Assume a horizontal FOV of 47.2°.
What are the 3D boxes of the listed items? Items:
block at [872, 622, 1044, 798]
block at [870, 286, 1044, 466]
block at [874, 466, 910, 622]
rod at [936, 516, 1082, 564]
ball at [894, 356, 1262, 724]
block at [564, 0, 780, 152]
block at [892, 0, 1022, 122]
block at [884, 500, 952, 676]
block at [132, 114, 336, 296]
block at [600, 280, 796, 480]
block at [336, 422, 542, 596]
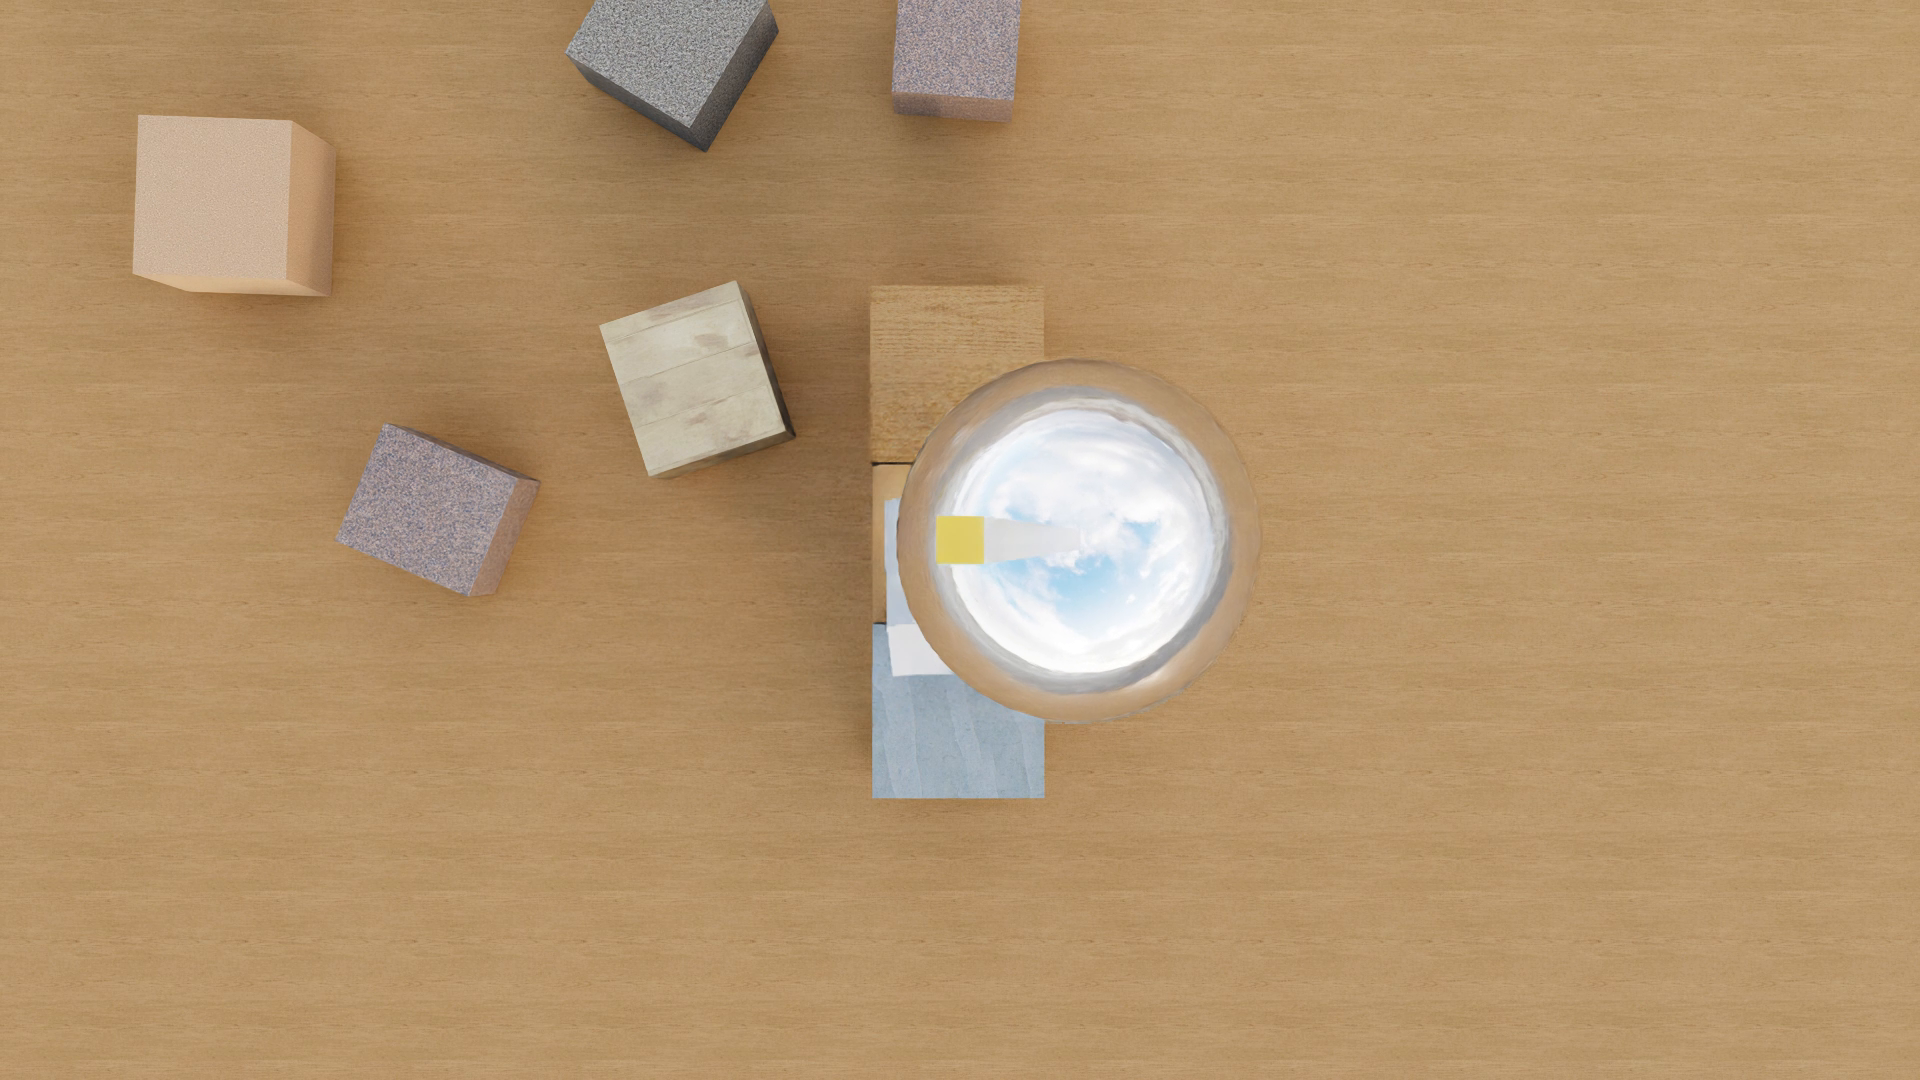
[{"bbox_3d":[-0.008,0.931,12.474,0.935,1.053,0.944,0,90,0],"label":"block"},{"bbox_3d":[-0.017,-0.916,12.574,0.959,0.852,0.980,0,90,0],"label":"block"},{"bbox_3d":[0.004,0.018,12.563,0.966,0.873,0.862,0,90,0],"label":"block"},{"bbox_3d":[0.223,0.000,6.251,0.080,5.200,0.080,0,90,5],"label":"rod"},{"bbox_3d":[0.515,0.000,9.639,1.600,1.600,1.600,0,90,0],"label":"ball"},{"bbox_3d":[-1.633,-2.856,12.603,0.812,0.794,0.838,31,90,0],"label":"block"},{"bbox_3d":[-0.016,-2.824,12.667,0.689,0.666,0.664,4,90,0],"label":"block"},{"bbox_3d":[-0.017,0.245,11.665,0.725,0.681,0.718,-2,65,0],"label":"block"},{"bbox_3d":[-4.125,-1.892,12.566,0.846,0.868,0.877,2,90,0],"label":"block"},{"bbox_3d":[-1.485,-0.898,12.603,0.801,0.794,0.882,-18,90,0],"label":"block"},{"bbox_3d":[-2.986,-0.170,12.653,0.811,0.695,0.718,23,90,0],"label":"block"}]
